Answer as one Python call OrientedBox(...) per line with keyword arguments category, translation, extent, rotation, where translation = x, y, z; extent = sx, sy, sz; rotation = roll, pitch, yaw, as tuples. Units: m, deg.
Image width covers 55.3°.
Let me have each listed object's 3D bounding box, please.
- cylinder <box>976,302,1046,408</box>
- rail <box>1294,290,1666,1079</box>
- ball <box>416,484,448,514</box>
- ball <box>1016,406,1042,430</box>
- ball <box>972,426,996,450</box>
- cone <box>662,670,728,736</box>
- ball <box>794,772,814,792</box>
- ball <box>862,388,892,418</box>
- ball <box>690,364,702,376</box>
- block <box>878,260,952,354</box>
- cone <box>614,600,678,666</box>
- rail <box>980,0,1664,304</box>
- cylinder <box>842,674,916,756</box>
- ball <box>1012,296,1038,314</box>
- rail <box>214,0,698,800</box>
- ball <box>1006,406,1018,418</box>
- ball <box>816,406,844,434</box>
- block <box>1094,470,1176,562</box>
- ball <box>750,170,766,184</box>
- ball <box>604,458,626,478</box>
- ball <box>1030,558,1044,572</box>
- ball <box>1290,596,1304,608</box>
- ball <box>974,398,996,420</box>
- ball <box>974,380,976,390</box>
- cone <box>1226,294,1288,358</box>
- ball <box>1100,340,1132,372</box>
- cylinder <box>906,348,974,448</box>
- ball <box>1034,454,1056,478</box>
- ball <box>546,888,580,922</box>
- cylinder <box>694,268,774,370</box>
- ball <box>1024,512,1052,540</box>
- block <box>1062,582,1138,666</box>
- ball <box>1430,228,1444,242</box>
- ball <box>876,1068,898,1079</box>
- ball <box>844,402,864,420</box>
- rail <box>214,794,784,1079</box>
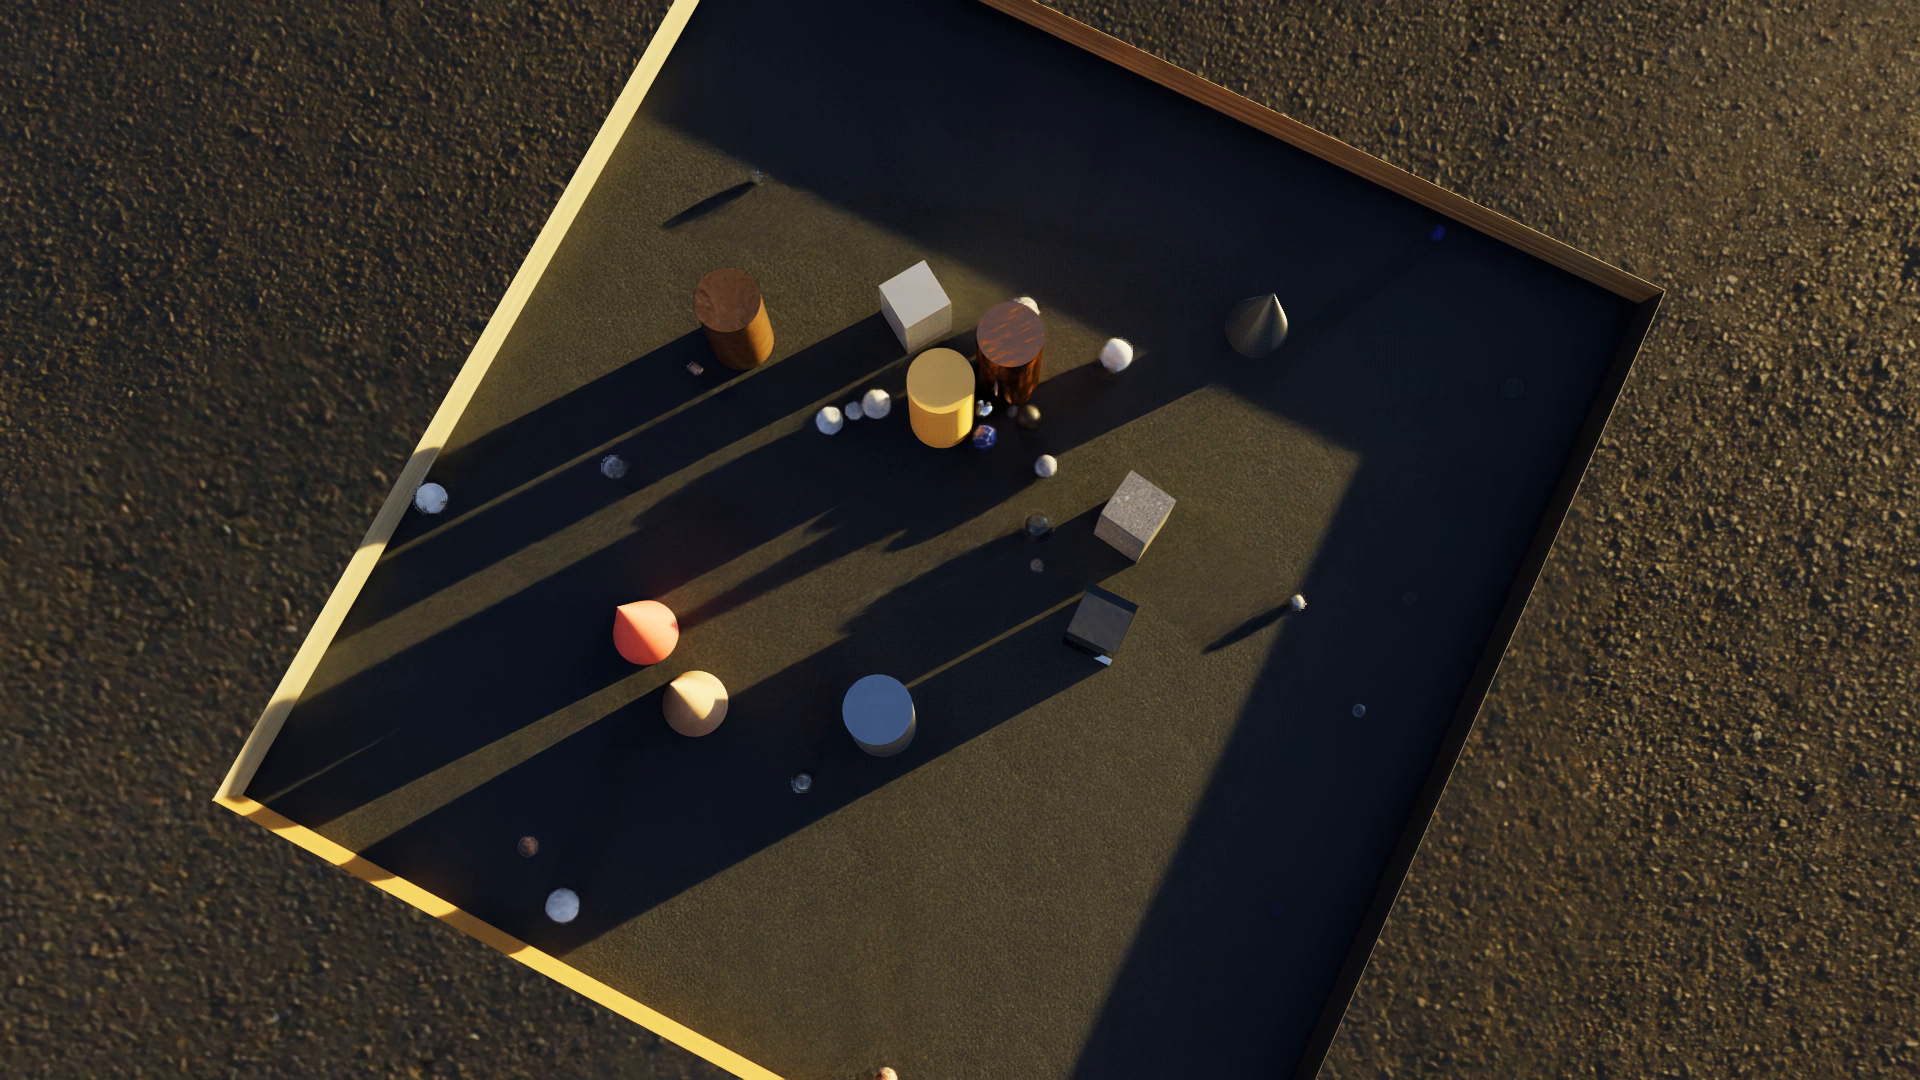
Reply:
OrientedBox(category="cylinder", translation=(0.147, -0.552, 5.512), extent=(0.199, 0.428, 0.199), rotation=(0, 78, 0))
OrientedBox(category="rail", translation=(1.407, 0.696, 5.406), extent=(0.045, 0.129, 3.339), rotation=(26, 80, 5))
OrientedBox(category="ball", translation=(-1.614, -0.126, 5.595), extent=(0.094, 0.094, 0.094), rotation=(0, 78, 0))
OrientedBox(category="ball", translation=(0.212, -0.376, 5.655), extent=(0.078, 0.078, 0.078), rotation=(0, 78, 0))
OrientedBox(category="ball", translation=(0.075, -0.316, 5.644), extent=(0.075, 0.075, 0.075), rotation=(0, 78, 0))
OrientedBox(category="cone", translation=(-0.797, 0.444, 5.280), extent=(0.199, 0.479, 0.199), rotation=(0, 78, 0))
OrientedBox(category="ball", translation=(-0.464, 0.719, 5.438), extent=(0.058, 0.058, 0.058), rotation=(0, 78, 0))
OrientedBox(category="ball", translation=(-0.258, -0.421, 5.657), extent=(0.092, 0.092, 0.092), rotation=(0, 78, 0))
OrientedBox(category="ball", translation=(-0.821, -0.530, 5.706), extent=(0.040, 0.040, 0.040), rotation=(0, 78, 0))
OrientedBox(category="block", translation=(-0.135, -0.713, 5.635), extent=(0.159, 0.252, 0.159), rotation=(-31, 80, -6))
OrientedBox(category="cone", translation=(-0.953, 0.233, 5.329), extent=(0.199, 0.469, 0.199), rotation=(0, 78, 0))
OrientedBox(category="rail", translation=(0.736, -1.435, 5.847), extent=(3.193, 0.129, 0.045), rotation=(26, 80, 5))
OrientedBox(category="cylinder", translation=(-0.230, 0.513, 5.316), extent=(0.199, 0.381, 0.199), rotation=(0, 78, 0))
OrientedBox(category="ball", translation=(0.197, -0.711, 5.715), extent=(0.096, 0.096, 0.096), rotation=(0, 78, 0))
OrientedBox(category="rail", translation=(-1.407, -0.682, 5.691), extent=(0.045, 0.129, 3.339), rotation=(26, 80, 5))
OrientedBox(category="ball", translation=(0.162, -0.397, 5.678), extent=(0.040, 0.040, 0.040), rotation=(0, 78, 0))
OrientedBox(category="ball", translation=(-0.401, -0.368, 5.649), extent=(0.086, 0.086, 0.086), rotation=(0, 78, 0))
OrientedBox(category="block", translation=(0.520, -0.068, 5.482), extent=(0.159, 0.291, 0.159), rotation=(35, 80, 7))
OrientedBox(category="ball", translation=(-0.643, -1.153, 5.832), extent=(0.046, 0.046, 0.046), rotation=(0, 78, 0))
OrientedBox(category="ball", translation=(-1.061, -0.221, 5.629), extent=(0.064, 0.064, 0.064), rotation=(0, 78, 0))
OrientedBox(category="ball", translation=(0.236, 0.078, 5.579), extent=(0.042, 0.042, 0.042), rotation=(0, 78, 0))
OrientedBox(category="ball", translation=(1.024, 0.188, 5.557), extent=(0.041, 0.041, 0.041), rotation=(0, 78, 0))
OrientedBox(category="ball", translation=(0.075, -0.406, 5.667), extent=(0.067, 0.067, 0.067), rotation=(0, 78, 0))
OrientedBox(category="ball", translation=(0.024, -0.483, 5.688), extent=(0.056, 0.056, 0.056), rotation=(0, 78, 0))
OrientedBox(category="cone", translation=(0.932, -0.699, 5.595), extent=(0.199, 0.325, 0.199), rotation=(0, 78, 0))
OrientedBox(category="ball", translation=(0.484, -0.573, 5.685), extent=(0.099, 0.099, 0.099), rotation=(0, 78, 0))
OrientedBox(category="cylinder", translation=(-0.056, -0.422, 5.501), extent=(0.199, 0.397, 0.199), rotation=(0, 78, 0))
OrientedBox(category="ball", translation=(0.261, -0.227, 5.628), extent=(0.069, 0.069, 0.069), rotation=(0, 78, 0))
OrientedBox(category="ball", translation=(-1.159, 1.066, 5.346), extent=(0.099, 0.099, 0.099), rotation=(0, 78, 0))
OrientedBox(category="cylinder", translation=(-0.683, -0.665, 5.559), extent=(0.199, 0.382, 0.199), rotation=(0, 78, 0))
OrientedBox(category="ball", translation=(0.239, -0.040, 5.581), extent=(0.086, 0.086, 0.086), rotation=(0, 78, 0))
OrientedBox(category="block", translation=(0.415, 0.251, 5.440), extent=(0.159, 0.245, 0.159), rotation=(25, 79, 5))
OrientedBox(category="ball", translation=(1.507, -0.965, 5.794), extent=(0.043, 0.043, 0.043), rotation=(0, 78, 0))
OrientedBox(category="ball", translation=(-0.212, 1.548, 5.264), extent=(0.063, 0.063, 0.063), rotation=(0, 78, 0))
OrientedBox(category="ball", translation=(-0.328, -0.399, 5.670), extent=(0.057, 0.057, 0.057), rotation=(0, 78, 0))
OrientedBox(category="rail", translation=(-0.736, 1.448, 5.250), extent=(3.193, 0.129, 0.045), rotation=(26, 80, 5))
